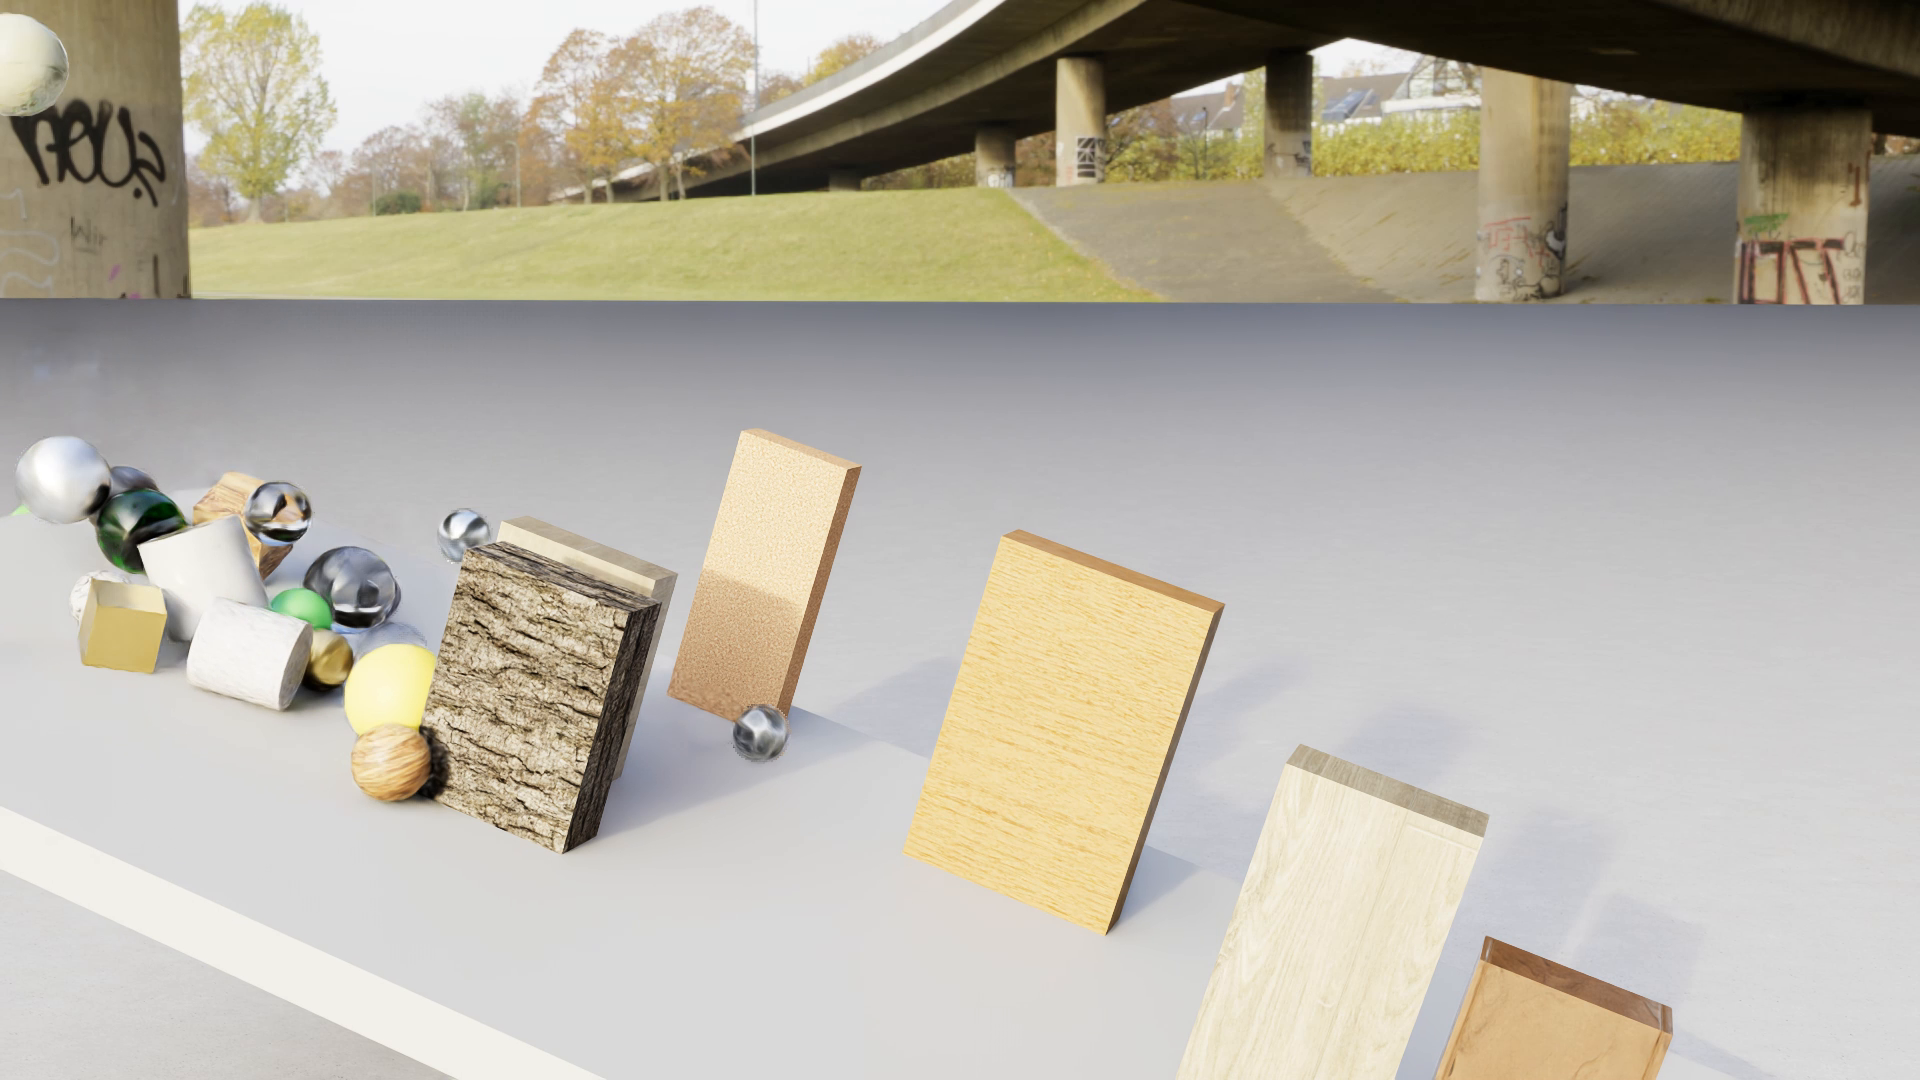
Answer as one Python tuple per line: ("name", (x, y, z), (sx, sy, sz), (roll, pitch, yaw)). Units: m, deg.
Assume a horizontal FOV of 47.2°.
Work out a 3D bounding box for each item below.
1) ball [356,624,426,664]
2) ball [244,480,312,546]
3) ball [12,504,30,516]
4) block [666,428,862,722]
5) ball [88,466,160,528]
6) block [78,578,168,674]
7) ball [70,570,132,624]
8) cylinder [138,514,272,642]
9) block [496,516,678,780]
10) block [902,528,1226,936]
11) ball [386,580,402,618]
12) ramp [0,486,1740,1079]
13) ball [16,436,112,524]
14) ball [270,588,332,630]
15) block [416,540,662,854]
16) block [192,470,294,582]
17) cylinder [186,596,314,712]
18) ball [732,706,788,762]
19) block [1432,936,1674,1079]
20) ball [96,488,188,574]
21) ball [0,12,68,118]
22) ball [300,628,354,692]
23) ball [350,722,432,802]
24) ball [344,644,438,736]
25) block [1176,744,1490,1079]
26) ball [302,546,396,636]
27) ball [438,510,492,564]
("ball", (-1.166, 0.242, 4.513), (0.144, 0.144, 0.144), (0, 7, 0))
("ball", (-1.415, -0.054, 4.562), (0.137, 0.137, 0.137), (0, 7, 0))
("ball", (-2.146, -0.031, 5.098), (0.112, 0.112, 0.112), (0, 7, 0))
("block", (-0.447, 0.094, 4.997), (0.263, 0.641, 0.099), (20, 12, 14))
("ball", (-1.884, -0.085, 4.948), (0.164, 0.164, 0.164), (0, 7, 0))
("block", (-1.616, 0.166, 4.240), (0.128, 0.128, 0.128), (11, 17, -29))
("ball", (-1.695, 0.122, 4.353), (0.127, 0.127, 0.127), (0, 7, 0))
("cylinder", (-1.519, 0.076, 4.424), (0.204, 0.204, 0.204), (-16, 9, 3))
("block", (-0.797, 0.221, 4.402), (0.346, 0.442, 0.108), (20, 12, 14))
("block", (0.205, 0.385, 4.449), (0.449, 0.696, 0.127), (20, 12, 14))
("ball", (-1.310, 0.125, 4.927), (0.112, 0.112, 0.112), (0, 7, 0))
("ramp", (-0.360, 0.684, 4.228), (4.000, 0.100, 2.000), (20, 12, 14))
("ball", (-1.923, -0.129, 4.718), (0.190, 0.190, 0.190), (0, 7, 0))
("ball", (-1.375, 0.169, 4.569), (0.138, 0.138, 0.138), (0, 7, 0))
("block", (-0.787, 0.286, 4.044), (0.337, 0.471, 0.141), (20, 12, 14))
("block", (-1.611, -0.027, 4.952), (0.161, 0.161, 0.161), (18, 34, 4))
("cylinder", (-1.368, 0.219, 4.242), (0.179, 0.179, 0.179), (17, 6, -3))
("ball", (-0.434, 0.422, 4.789), (0.120, 0.120, 0.120), (0, 7, 0))
("block", (0.790, 0.902, 3.176), (0.275, 0.583, 0.121), (20, 12, 14))
("ball", (-1.769, -0.019, 4.753), (0.186, 0.186, 0.186), (0, 7, 0))
("ball", (-1.882, -0.944, 4.374), (0.203, 0.203, 0.203), (0, 7, 0))
("ball", (-1.278, 0.241, 4.402), (0.127, 0.127, 0.127), (0, 7, 0))
("ball", (-1.028, 0.401, 3.973), (0.143, 0.143, 0.143), (0, 7, 0))
("ball", (-1.059, 0.298, 4.160), (0.206, 0.206, 0.206), (0, 7, 0))
("block", (0.556, 0.710, 3.442), (0.310, 0.700, 0.149), (20, 12, 14))
("ball", (-1.326, 0.109, 4.775), (0.195, 0.195, 0.195), (0, 7, 0))
("ball", (-1.186, -0.008, 5.260), (0.126, 0.126, 0.126), (0, 7, 0))
